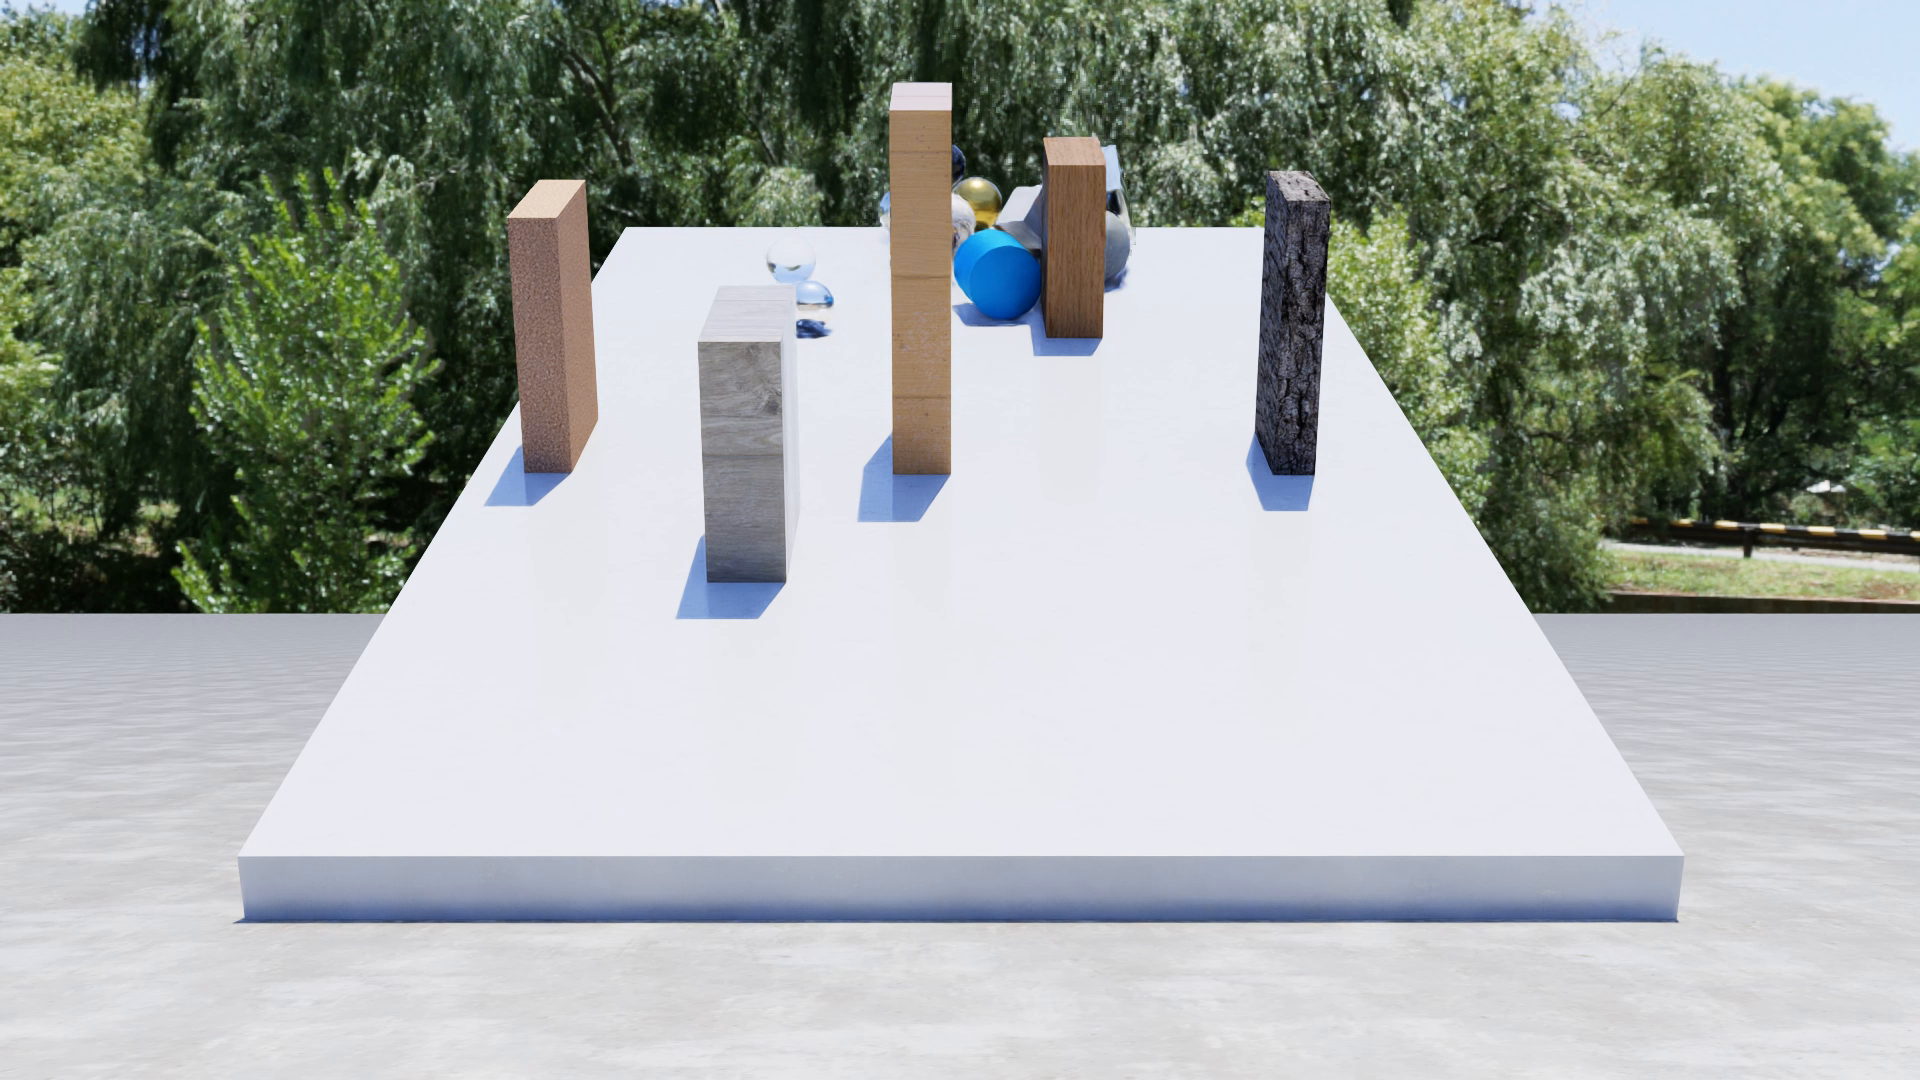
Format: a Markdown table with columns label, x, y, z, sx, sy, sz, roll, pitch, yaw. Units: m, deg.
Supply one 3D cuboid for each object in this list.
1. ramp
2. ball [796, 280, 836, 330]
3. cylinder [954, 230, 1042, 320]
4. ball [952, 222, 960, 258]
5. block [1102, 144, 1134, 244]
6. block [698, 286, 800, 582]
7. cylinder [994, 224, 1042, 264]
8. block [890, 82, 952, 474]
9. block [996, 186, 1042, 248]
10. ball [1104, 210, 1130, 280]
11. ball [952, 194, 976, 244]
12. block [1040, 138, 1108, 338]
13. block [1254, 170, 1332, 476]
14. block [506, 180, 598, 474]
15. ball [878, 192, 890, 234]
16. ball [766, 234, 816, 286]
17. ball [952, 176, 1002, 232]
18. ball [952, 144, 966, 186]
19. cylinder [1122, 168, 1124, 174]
| label | x | y | z | sx | sy | sz | roll | pitch | yaw |
| --- | --- | --- | --- | --- | --- | --- | --- | --- | --- |
| ramp | -0.005 | -0.209 | 5.030 | 2.000 | 0.100 | 4.000 | 0 | 20 | 0 |
| ball | -0.379 | -0.593 | 5.744 | 0.126 | 0.126 | 0.126 | 0 | -2 | 0 |
| cylinder | 0.098 | -0.693 | 5.917 | 0.195 | 0.195 | 0.195 | 0 | 20 | -13 |
| ball | -0.075 | -0.843 | 6.386 | 0.152 | 0.152 | 0.152 | 0 | -2 | 0 |
| block | 0.366 | -0.949 | 6.356 | 0.197 | 0.197 | 0.197 | -11 | -44 | 9 |
| block | -0.386 | -0.204 | 4.220 | 0.145 | 0.451 | 0.406 | 0 | 20 | 0 |
| cylinder | 0.189 | -0.844 | 6.404 | 0.141 | 0.141 | 0.141 | -20 | 12 | -42 |
| block | -0.079 | -0.545 | 4.712 | 0.121 | 0.749 | 0.336 | 0 | 20 | 0 |
| block | 0.194 | -0.858 | 6.034 | 0.116 | 0.116 | 0.116 | 39 | -19 | -33 |
| ball | 0.366 | -0.807 | 6.215 | 0.203 | 0.203 | 0.203 | 0 | -2 | 0 |
| ball | -0.039 | -0.913 | 6.525 | 0.167 | 0.167 | 0.167 | 0 | -2 | 0 |
| block | 0.287 | -0.775 | 5.791 | 0.142 | 0.436 | 0.372 | 0 | 20 | 0 |
| block | 0.689 | -0.454 | 4.726 | 0.087 | 0.573 | 0.302 | 0 | 20 | 0 |
| block | -0.851 | -0.454 | 4.775 | 0.099 | 0.535 | 0.379 | 0 | 20 | 0 |
| ball | -0.166 | -0.971 | 6.731 | 0.152 | 0.152 | 0.152 | 0 | -2 | 0 |
| ball | -0.459 | -0.762 | 6.185 | 0.137 | 0.137 | 0.137 | 0 | -2 | 0 |
| ball | 0.045 | -0.992 | 6.715 | 0.163 | 0.163 | 0.163 | 0 | -2 | 0 |
| ball | -0.048 | -1.027 | 6.219 | 0.129 | 0.129 | 0.129 | 0 | -2 | 0 |
| cylinder | 0.380 | -0.996 | 6.727 | 0.204 | 0.204 | 0.204 | 0 | 20 | 0 |
